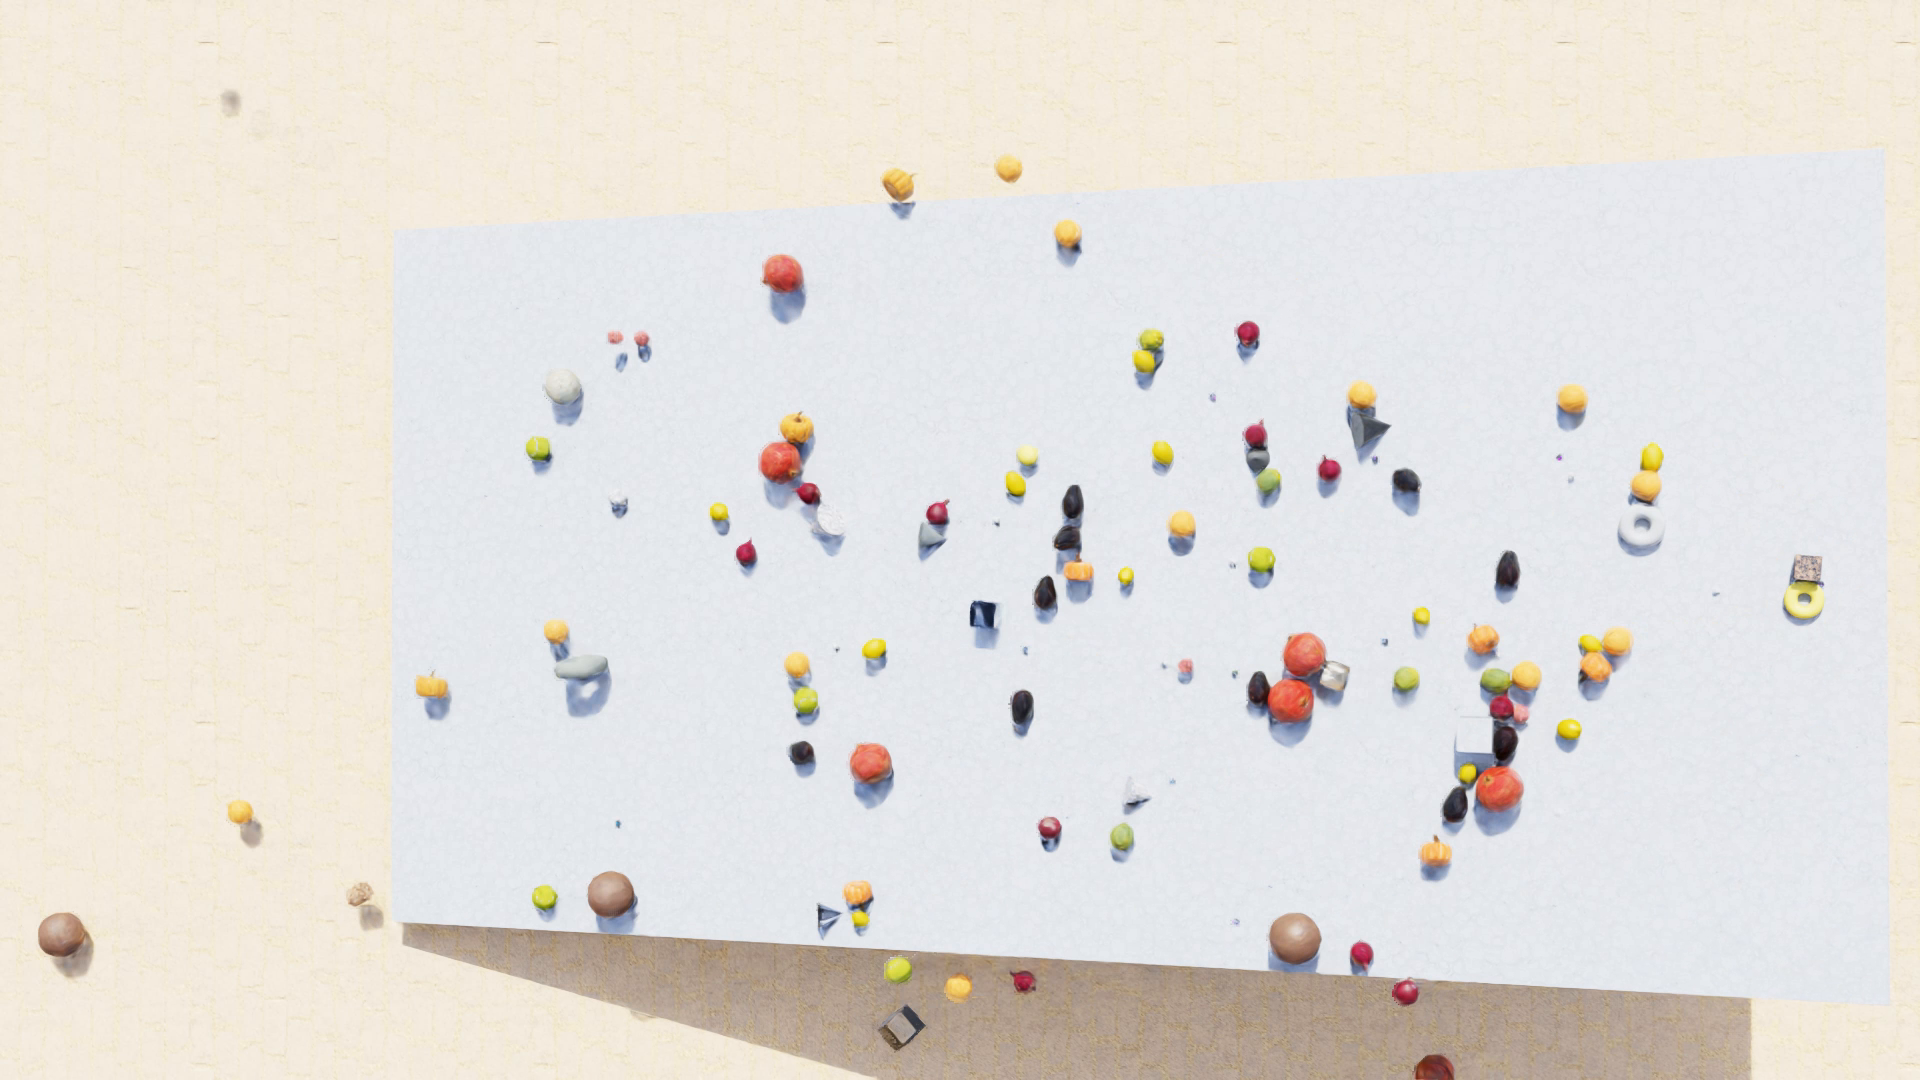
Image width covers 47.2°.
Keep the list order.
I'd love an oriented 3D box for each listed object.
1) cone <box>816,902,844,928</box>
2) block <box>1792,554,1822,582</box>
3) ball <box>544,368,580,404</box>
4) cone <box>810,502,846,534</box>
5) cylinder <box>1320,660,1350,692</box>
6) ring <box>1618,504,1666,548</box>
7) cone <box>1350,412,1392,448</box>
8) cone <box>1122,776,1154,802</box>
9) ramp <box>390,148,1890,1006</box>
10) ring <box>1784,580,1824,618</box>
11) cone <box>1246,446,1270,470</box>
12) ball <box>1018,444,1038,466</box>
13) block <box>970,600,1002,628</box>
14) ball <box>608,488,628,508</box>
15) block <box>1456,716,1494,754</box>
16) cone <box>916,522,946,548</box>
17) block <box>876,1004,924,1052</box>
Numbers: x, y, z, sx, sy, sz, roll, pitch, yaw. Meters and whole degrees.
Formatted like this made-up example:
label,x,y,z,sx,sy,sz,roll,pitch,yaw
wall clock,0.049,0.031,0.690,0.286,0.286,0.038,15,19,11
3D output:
label,x,y,z,sx,sy,sz,roll,pitch,yaw
cone,-0.348,1.006,5.913,0.072,0.072,0.072,-3,89,-9
block,1.988,0.065,5.156,0.058,0.058,0.058,5,91,18
ball,-1.110,-0.429,6.144,0.100,0.100,0.100,0,89,0
cone,-0.376,-0.041,5.930,0.096,0.096,0.096,-28,89,43
cylinder,0.936,0.338,5.491,0.062,0.062,0.062,16,94,0
ring,1.639,-0.034,5.282,0.109,0.036,0.109,-1,88,17
cone,1.034,-0.280,5.478,0.092,0.092,0.092,-7,89,-9
cone,0.465,0.653,5.654,0.074,0.074,0.074,22,89,7
ramp,0.276,0.093,5.793,4.000,0.100,2.000,0,89,18
ring,1.985,0.140,5.171,0.091,0.030,0.091,-1,88,18
cone,0.748,-0.208,5.558,0.064,0.064,0.064,0,89,18
ball,0.178,-0.221,5.747,0.055,0.055,0.055,0,89,0
block,0.069,0.195,5.771,0.067,0.067,0.067,3,90,18
ball,-0.952,-0.117,6.114,0.052,0.052,0.052,0,89,0
block,1.260,0.474,5.373,0.083,0.083,0.083,1,90,18
cone,-0.069,-0.006,5.836,0.074,0.074,0.074,14,89,-15
block,-0.172,1.415,6.379,0.083,0.083,0.083,50,45,1
